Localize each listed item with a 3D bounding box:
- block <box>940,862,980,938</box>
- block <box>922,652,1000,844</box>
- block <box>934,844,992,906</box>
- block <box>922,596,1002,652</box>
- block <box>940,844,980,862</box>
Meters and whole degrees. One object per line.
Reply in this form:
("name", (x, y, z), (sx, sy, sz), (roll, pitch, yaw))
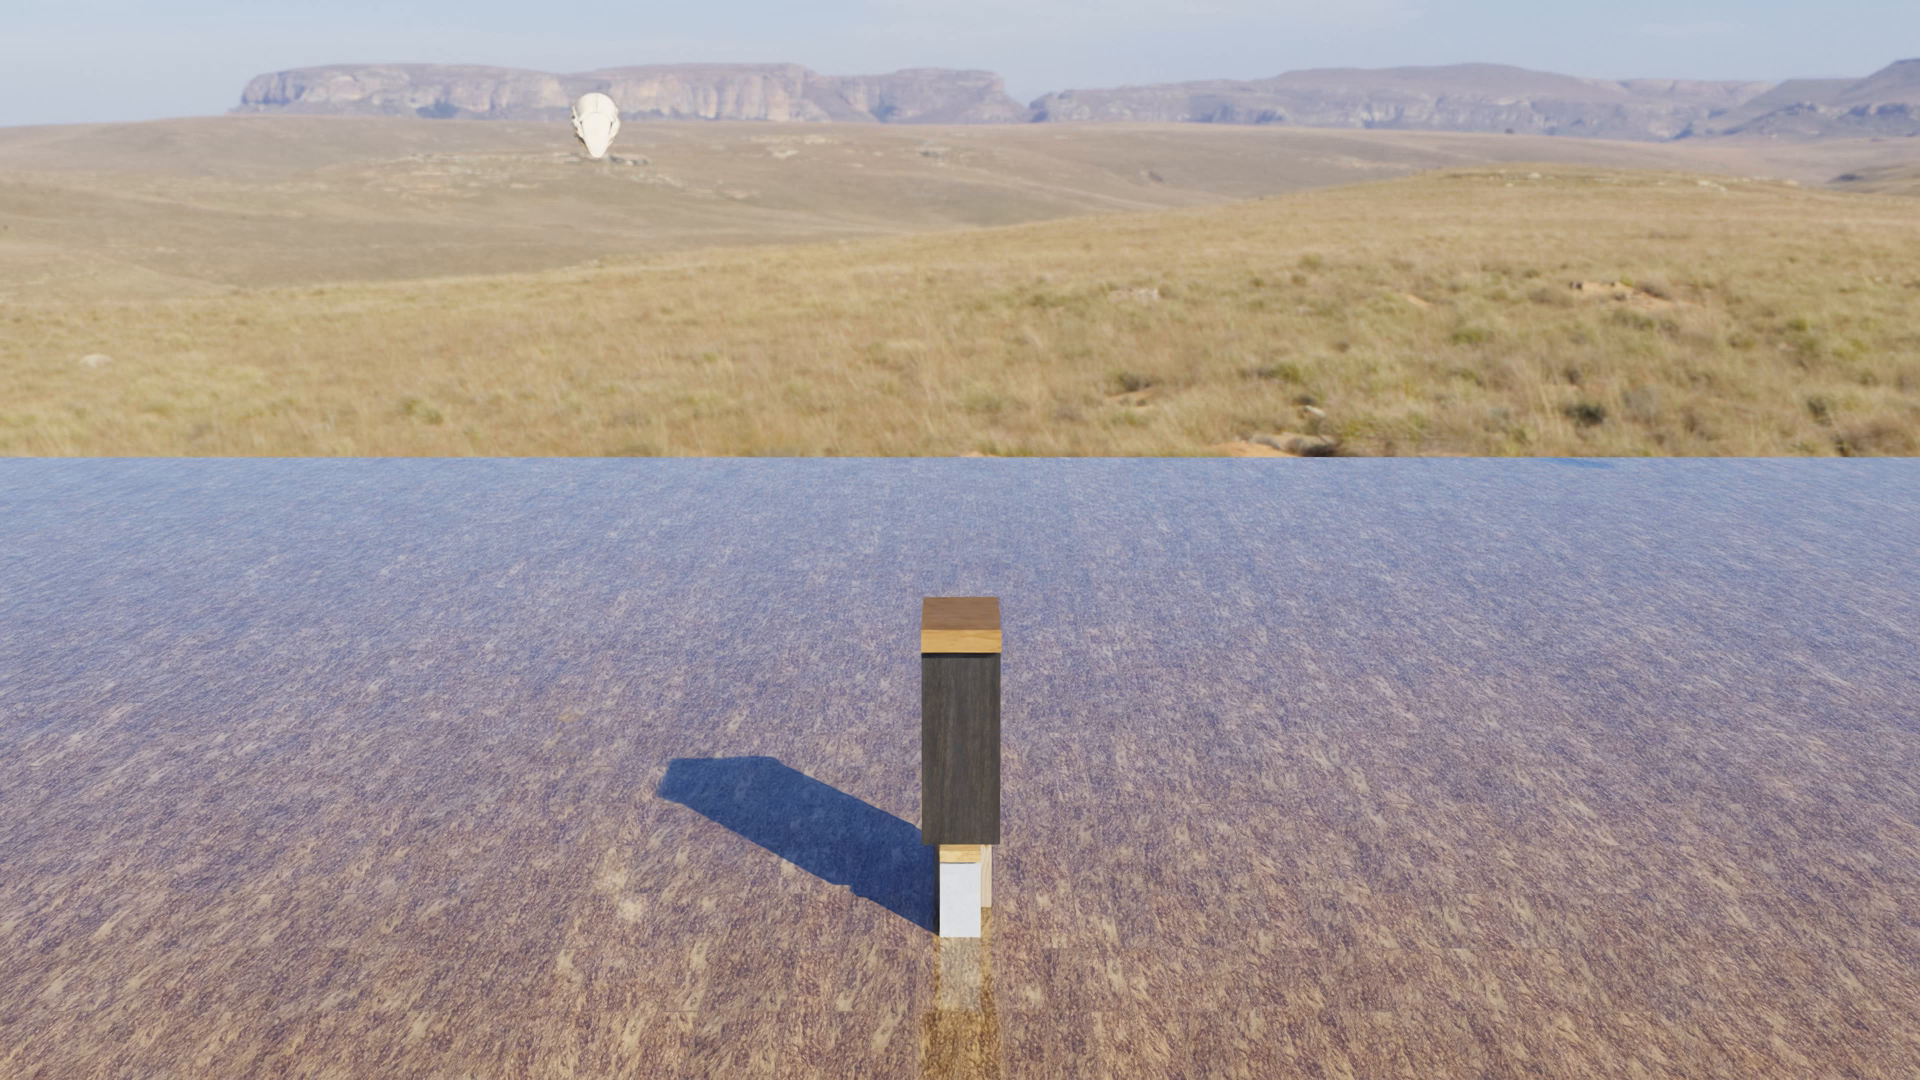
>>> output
("block", (0.000, 0.562, 3.469), (0.064, 0.128, 0.018), (0, 10, 0))
("block", (0.002, 0.321, 3.452), (0.123, 0.316, 0.035), (0, 11, 0))
("block", (0.004, 0.506, 3.603), (0.094, 0.189, 0.027), (0, 11, 0))
("block", (0.002, 0.133, 3.500), (0.123, 0.035, 0.247), (0, 11, 0))
("block", (0.001, 0.483, 3.497), (0.064, 0.018, 0.128), (0, 11, 0))
